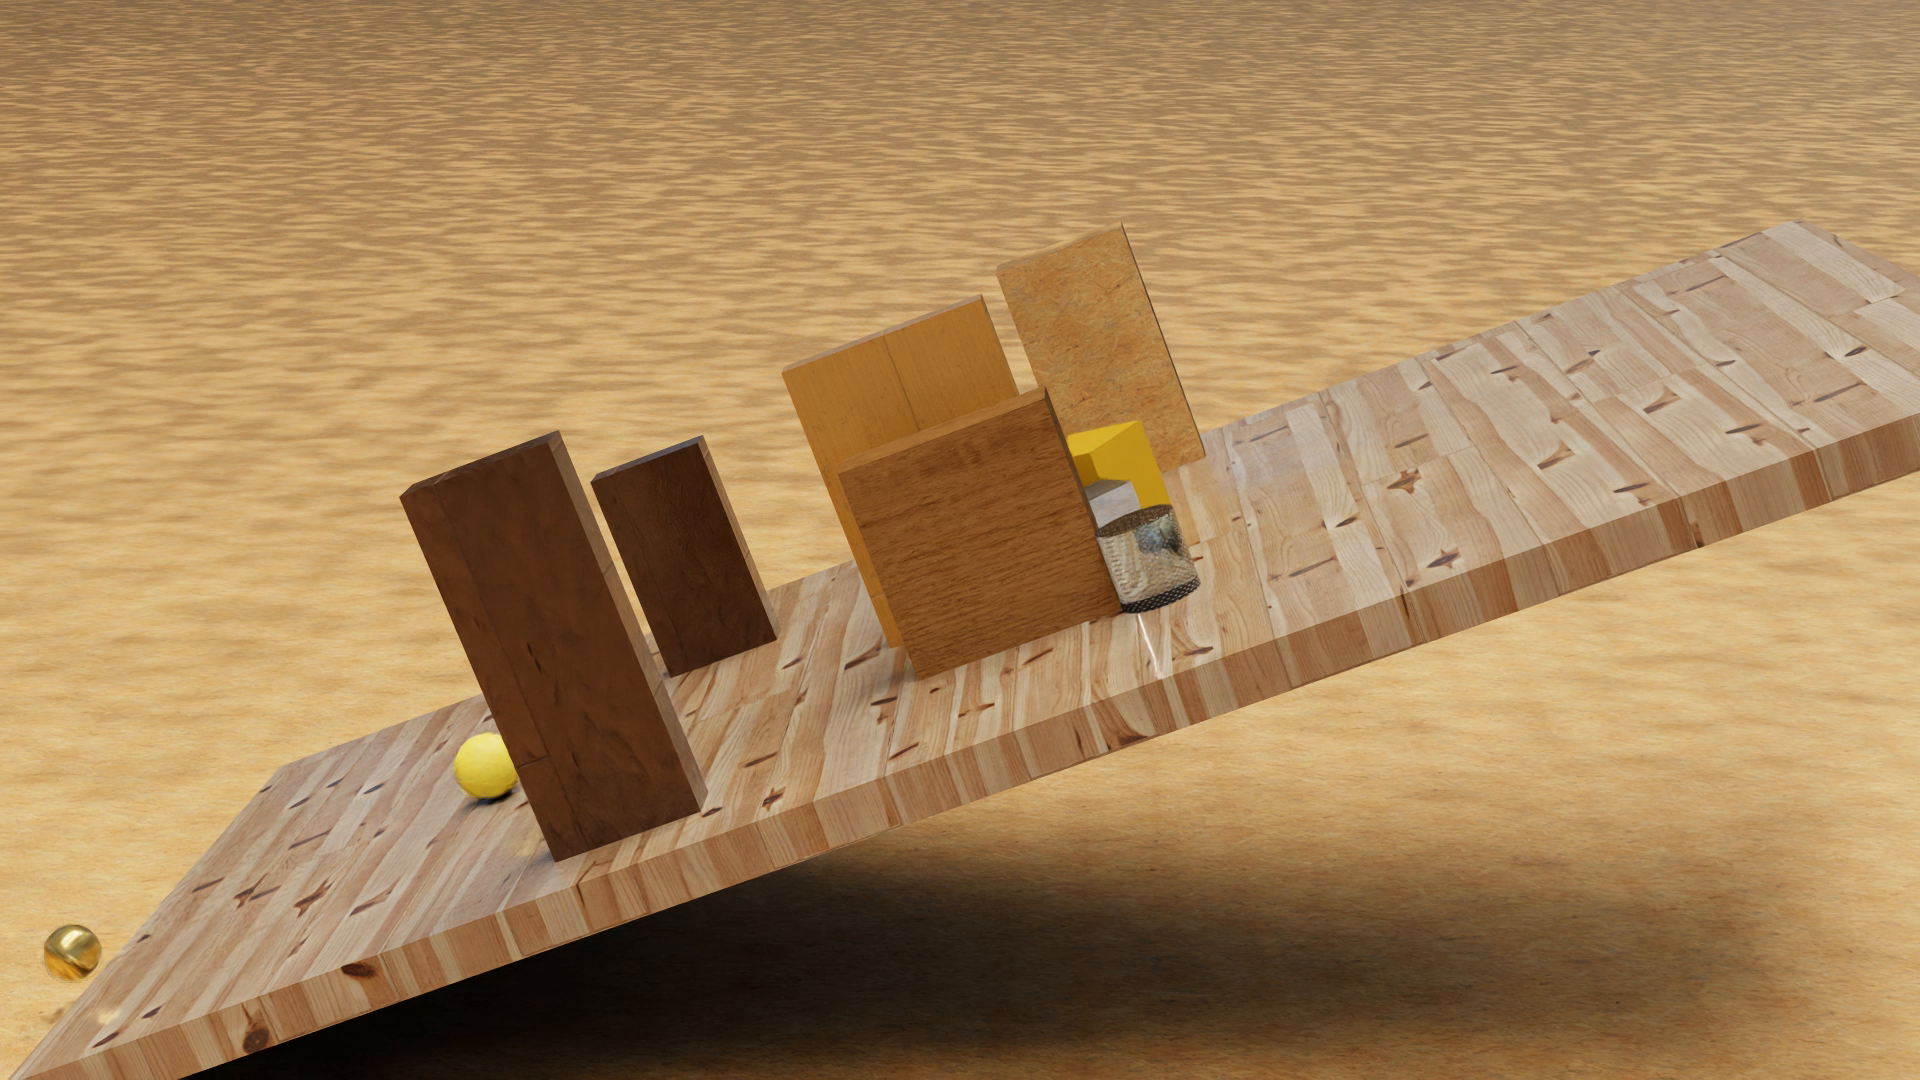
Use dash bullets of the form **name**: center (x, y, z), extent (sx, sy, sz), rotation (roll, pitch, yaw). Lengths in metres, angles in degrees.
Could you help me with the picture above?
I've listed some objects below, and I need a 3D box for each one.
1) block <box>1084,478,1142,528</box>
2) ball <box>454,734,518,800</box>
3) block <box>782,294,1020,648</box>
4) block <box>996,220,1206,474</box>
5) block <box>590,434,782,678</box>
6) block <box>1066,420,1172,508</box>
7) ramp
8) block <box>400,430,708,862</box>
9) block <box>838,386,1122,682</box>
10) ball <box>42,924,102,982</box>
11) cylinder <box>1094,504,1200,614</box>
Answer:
- **block**: center (0.300, -0.034, 6.315), extent (0.146, 0.146, 0.146), rotation (-26, 12, -20)
- **ball**: center (-1.009, 0.483, 6.281), extent (0.141, 0.141, 0.141), rotation (0, 13, 0)
- **block**: center (-0.052, -0.143, 6.213), extent (0.444, 0.635, 0.084), rotation (-20, 12, 7)
- **block**: center (0.334, -0.423, 6.954), extent (0.311, 0.579, 0.143), rotation (-20, 12, 7)
- **block**: center (-0.628, 0.038, 6.766), extent (0.264, 0.492, 0.098), rotation (-20, 12, 7)
- **block**: center (0.303, -0.121, 6.564), extent (0.205, 0.205, 0.205), rotation (-11, 16, 42)
- **ramp**: center (0.118, 0.176, 6.295), extent (4.000, 0.100, 2.000), rotation (-20, 12, 7)
- **block**: center (-0.763, 0.204, 5.572), extent (0.300, 0.761, 0.119), rotation (-20, 12, 7)
- **block**: center (0.044, -0.014, 5.908), extent (0.437, 0.453, 0.148), rotation (-20, 12, 7)
- **ball**: center (-1.845, 0.858, 6.114), extent (0.117, 0.117, 0.117), rotation (0, 13, 0)
- **cylinder**: center (0.372, 0.037, 5.818), extent (0.164, 0.164, 0.164), rotation (-20, 12, 4)
